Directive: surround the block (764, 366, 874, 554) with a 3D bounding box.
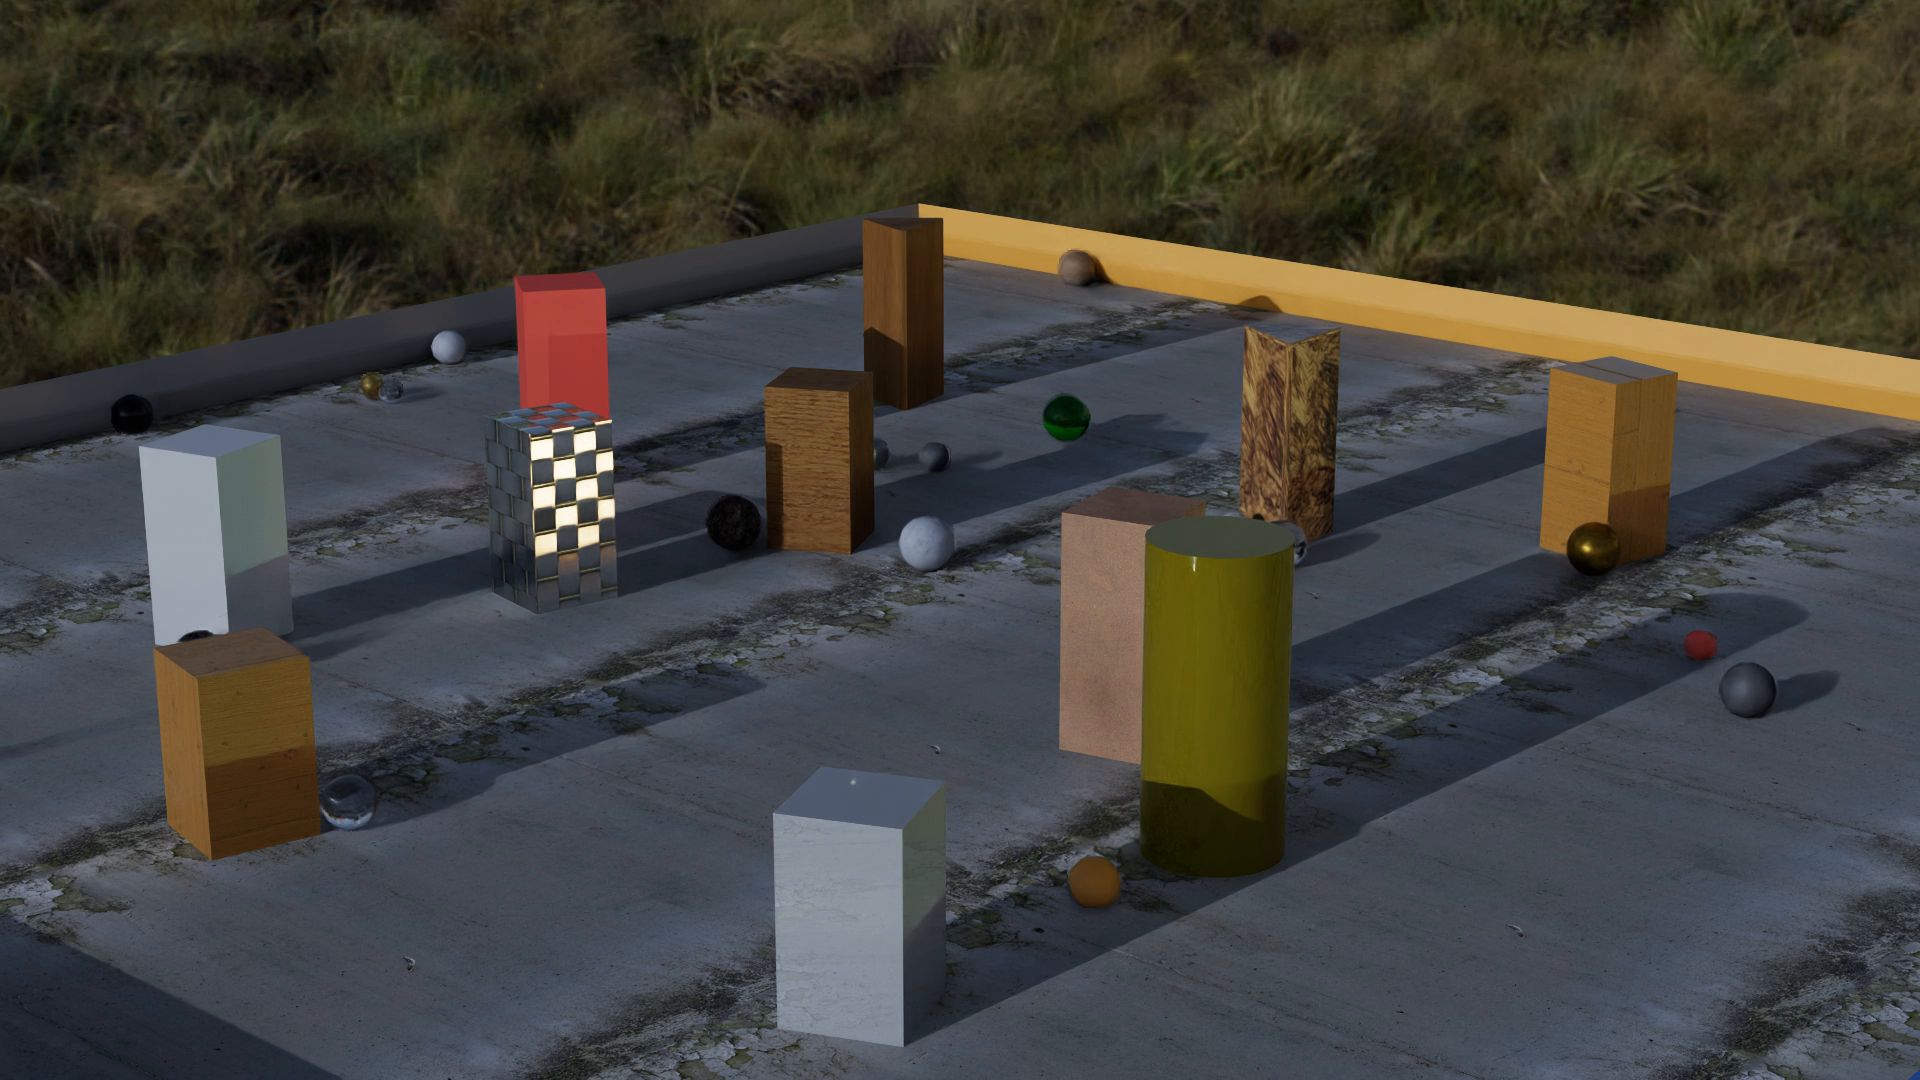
[{"bbox_3d":[-0.258,-0.148,5.417,0.160,0.306,0.160,4,17,14],"label":"block"}]

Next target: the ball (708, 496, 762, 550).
[{"bbox_3d":[-0.414,-0.031,5.386,0.099,0.099,0.099,0,17,0],"label":"ball"}]

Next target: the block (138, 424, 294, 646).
[{"bbox_3d":[-1.232,0.000,4.866,0.160,0.341,0.160,8,19,25],"label":"block"}]

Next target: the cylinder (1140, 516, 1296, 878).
[{"bbox_3d":[0.347,0.211,3.978,0.200,0.449,0.200,0,17,0],"label":"cylinder"}]

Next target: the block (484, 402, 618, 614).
[{"bbox_3d":[-0.710,-0.057,5.092,0.160,0.320,0.160,-12,21,-35],"label":"block"}]

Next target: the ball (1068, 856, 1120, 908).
[{"bbox_3d":[0.176,0.448,3.850,0.068,0.068,0.068,0,17,0],"label":"ball"}]

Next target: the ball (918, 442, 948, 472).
[{"bbox_3d":[-0.053,-0.168,5.909,0.061,0.061,0.061,0,17,0],"label":"ball"}]

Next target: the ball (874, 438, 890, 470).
[{"bbox_3d":[-0.174,-0.175,5.929,0.063,0.063,0.063,0,17,0],"label":"ball"}]

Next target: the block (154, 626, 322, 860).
[{"bbox_3d":[-1.003,0.280,4.072,0.160,0.262,0.160,-12,20,-34],"label":"block"}]

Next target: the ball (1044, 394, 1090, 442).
[{"bbox_3d":[0.223,-0.255,6.135,0.098,0.098,0.098,0,17,0],"label":"ball"}]

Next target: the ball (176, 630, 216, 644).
[{"bbox_3d":[-1.212,0.189,4.675,0.089,0.089,0.089,0,17,0],"label":"ball"}]

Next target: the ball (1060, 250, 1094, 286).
[{"bbox_3d":[0.305,-0.707,7.644,0.093,0.093,0.093,0,17,0],"label":"ball"}]

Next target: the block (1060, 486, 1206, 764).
[{"bbox_3d":[0.258,0.128,4.389,0.160,0.371,0.160,9,19,27],"label":"block"}]

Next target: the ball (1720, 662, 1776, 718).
[{"bbox_3d":[1.219,0.232,4.538,0.086,0.086,0.086,0,17,0],"label":"ball"}]

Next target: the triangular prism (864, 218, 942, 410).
[{"bbox_3d":[-0.102,-0.505,6.447,0.150,0.396,0.173,-10,20,-30],"label":"triangular prism"}]

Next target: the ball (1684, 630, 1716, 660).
[{"bbox_3d":[1.211,0.172,4.799,0.050,0.050,0.050,0,17,0],"label":"ball"}]

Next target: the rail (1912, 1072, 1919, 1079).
[{"bbox_3d":[1.589,0.430,3.799,0.045,0.130,4.553,14,22,39],"label":"rail"}]

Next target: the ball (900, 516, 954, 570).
[{"bbox_3d":[-0.059,0.005,5.265,0.100,0.100,0.100,0,17,0],"label":"ball"}]

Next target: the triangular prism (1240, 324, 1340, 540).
[{"bbox_3d":[0.588,-0.200,5.440,0.150,0.392,0.173,13,21,36],"label":"triangular prism"}]

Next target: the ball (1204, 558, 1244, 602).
[{"bbox_3d":[0.454,0.069,5.093,0.077,0.077,0.077,0,17,0],"label":"ball"}]

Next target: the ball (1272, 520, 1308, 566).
[{"bbox_3d":[0.580,0.008,5.276,0.089,0.089,0.089,0,17,0],"label":"ball"}]

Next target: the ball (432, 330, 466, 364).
[{"bbox_3d":[-1.187,-0.448,6.805,0.080,0.080,0.080,0,17,0],"label":"ball"}]

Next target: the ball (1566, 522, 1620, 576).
[{"bbox_3d":[1.132,0.016,5.239,0.095,0.095,0.095,0,17,0],"label":"ball"}]

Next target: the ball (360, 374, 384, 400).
[{"bbox_3d":[-1.299,-0.338,6.488,0.054,0.054,0.054,0,17,0],"label":"ball"}]

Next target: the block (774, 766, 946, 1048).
[{"bbox_3d":[-0.118,0.438,3.522,0.160,0.277,0.160,5,18,17],"label":"block"}]

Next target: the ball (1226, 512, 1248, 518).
[{"bbox_3d":[0.508,-0.018,5.404,0.066,0.066,0.066,0,17,0],"label":"ball"}]

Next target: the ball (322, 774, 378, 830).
[{"bbox_3d":[-0.854,0.367,4.103,0.077,0.077,0.077,0,17,0],"label":"ball"}]

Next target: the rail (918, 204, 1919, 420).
[{"bbox_3d":[1.477,-0.458,6.749,4.256,0.130,0.045,14,22,39],"label":"rail"}]

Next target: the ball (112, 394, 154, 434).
[{"bbox_3d":[-1.746,-0.264,6.187,0.085,0.085,0.085,0,17,0],"label":"ball"}]

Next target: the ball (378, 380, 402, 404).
[{"bbox_3d":[-1.253,-0.325,6.449,0.050,0.050,0.050,0,17,0],"label":"ball"}]

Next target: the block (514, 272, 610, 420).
[{"bbox_3d":[-0.788,-0.317,5.822,0.160,0.397,0.160,-4,17,-13],"label":"block"}]

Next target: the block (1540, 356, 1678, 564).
[{"bbox_3d":[1.182,-0.145,5.348,0.160,0.340,0.160,-11,20,-33],"label":"block"}]

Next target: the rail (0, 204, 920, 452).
[{"bbox_3d":[-1.589,-0.365,6.441,0.045,0.130,4.553,14,22,39],"label":"rail"}]
